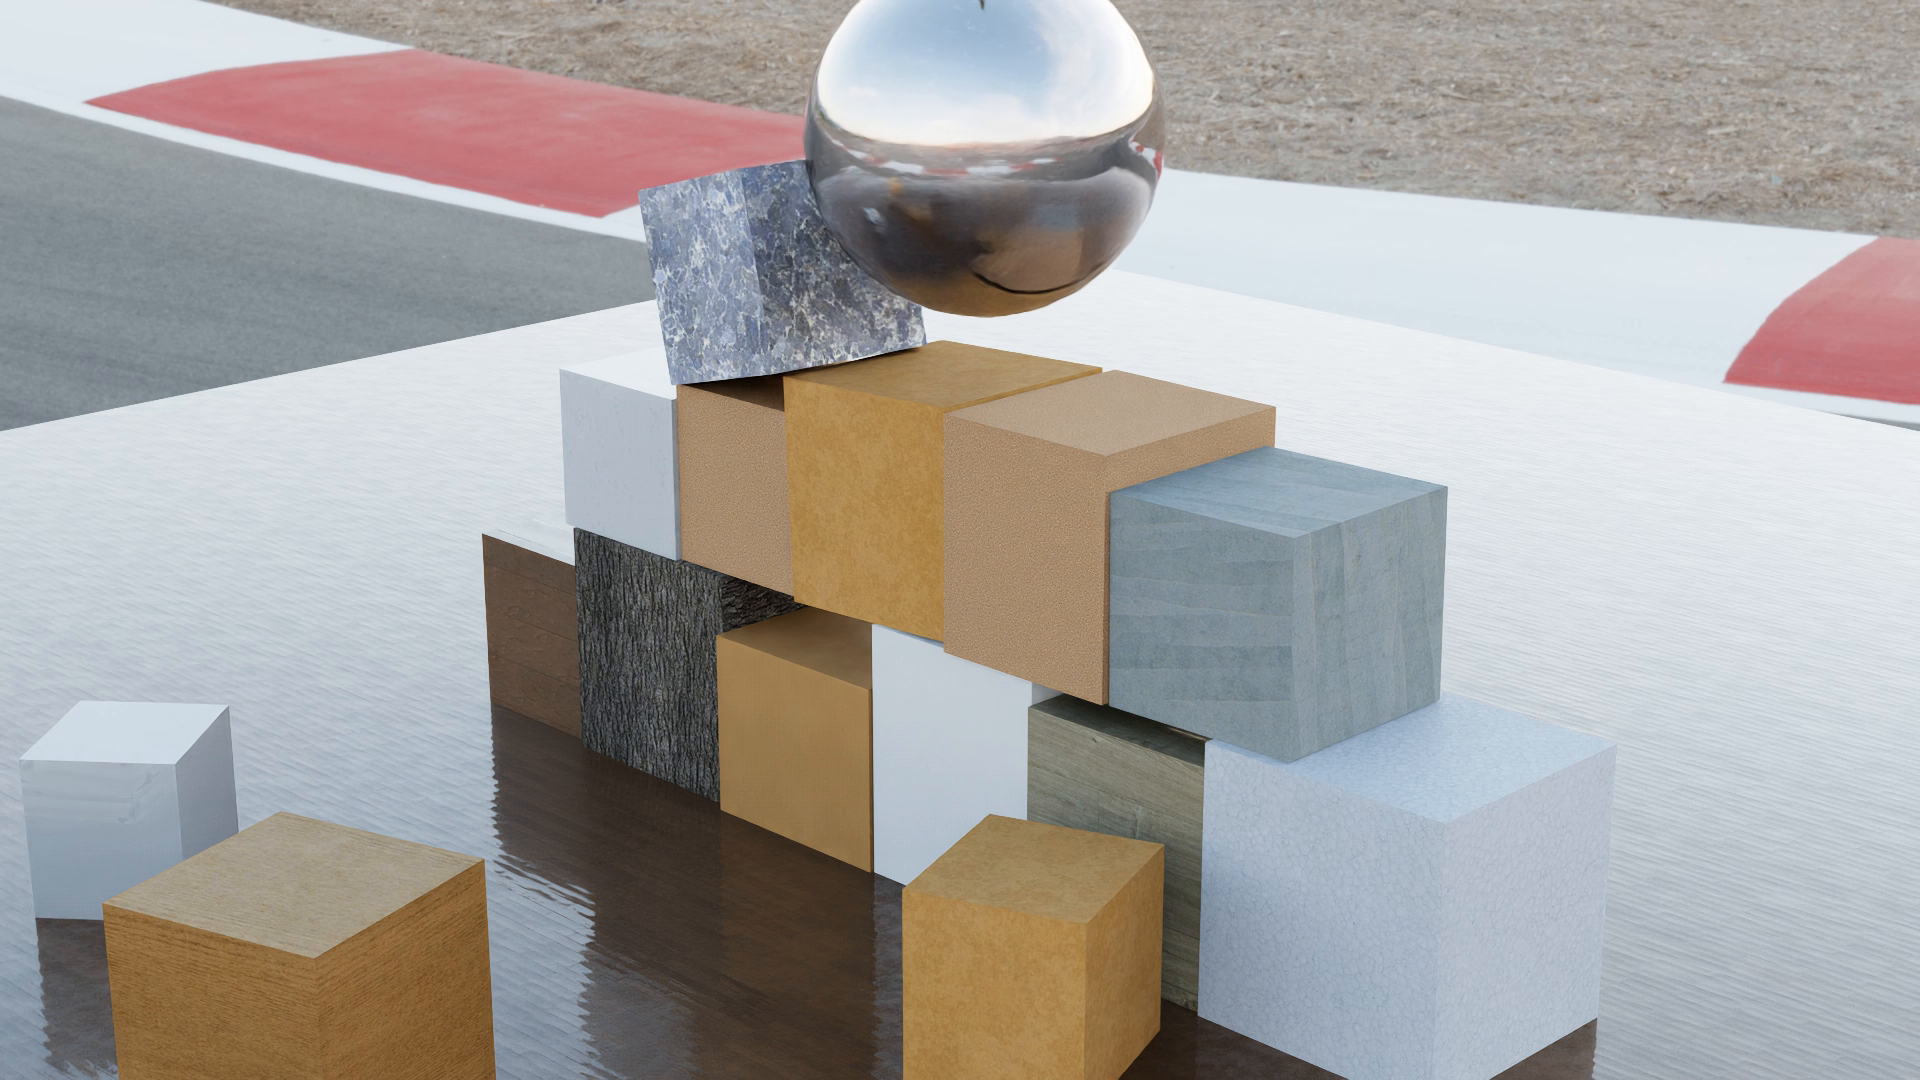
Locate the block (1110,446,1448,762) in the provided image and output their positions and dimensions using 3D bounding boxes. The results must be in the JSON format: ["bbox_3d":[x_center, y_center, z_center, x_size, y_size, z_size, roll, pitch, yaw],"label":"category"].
[{"bbox_3d":[1.302,0.235,12.039,0.951,0.921,0.995,16,23,43],"label":"block"}]

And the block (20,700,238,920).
[{"bbox_3d":[-3.726,1.215,13.220,0.697,0.754,0.732,1,18,5],"label":"block"}]

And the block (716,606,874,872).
[{"bbox_3d":[-0.426,0.882,14.044,1.018,0.896,1.053,-17,24,-42],"label":"block"}]

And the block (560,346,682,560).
[{"bbox_3d":[-1.362,-0.468,14.607,0.860,0.802,0.884,17,24,42],"label":"block"}]

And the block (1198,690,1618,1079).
[{"bbox_3d":[1.805,1.389,11.912,1.154,1.207,1.174,-17,24,-42],"label":"block"}]

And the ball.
[{"bbox_3d":[0.106,-1.779,12.894,1.600,1.600,1.600,0,17,0],"label":"ball"}]

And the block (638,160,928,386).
[{"bbox_3d":[-0.833,-1.275,13.720,0.876,0.926,0.873,-14,7,-37],"label":"block"}]

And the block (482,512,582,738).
[{"bbox_3d":[-1.898,0.410,15.476,0.854,0.937,0.854,-17,24,-42],"label":"block"}]

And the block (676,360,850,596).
[{"bbox_3d":[-0.735,-0.330,14.035,0.852,0.877,0.874,16,24,43],"label":"block"}]

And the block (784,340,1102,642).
[{"bbox_3d":[-0.061,-0.247,13.354,1.008,1.059,1.030,-17,21,-42],"label":"block"}]

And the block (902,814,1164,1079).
[{"bbox_3d":[0.297,1.675,11.647,0.766,0.820,0.828,8,19,23],"label":"block"}]

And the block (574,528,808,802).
[{"bbox_3d":[-1.195,0.516,14.758,0.949,1.166,1.133,-17,24,-42],"label":"block"}]

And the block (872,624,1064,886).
[{"bbox_3d":[0.320,0.948,13.319,1.032,1.204,0.988,-17,24,-42],"label":"block"}]

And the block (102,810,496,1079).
[{"bbox_3d":[-2.497,1.744,11.181,1.002,0.969,0.993,9,20,27],"label":"block"}]

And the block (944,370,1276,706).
[{"bbox_3d":[0.642,-0.041,12.666,0.929,1.075,1.088,17,24,42],"label":"block"}]

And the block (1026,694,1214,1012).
[{"bbox_3d":[1.016,1.219,12.652,1.068,1.087,0.991,-17,24,-42],"label":"block"}]
